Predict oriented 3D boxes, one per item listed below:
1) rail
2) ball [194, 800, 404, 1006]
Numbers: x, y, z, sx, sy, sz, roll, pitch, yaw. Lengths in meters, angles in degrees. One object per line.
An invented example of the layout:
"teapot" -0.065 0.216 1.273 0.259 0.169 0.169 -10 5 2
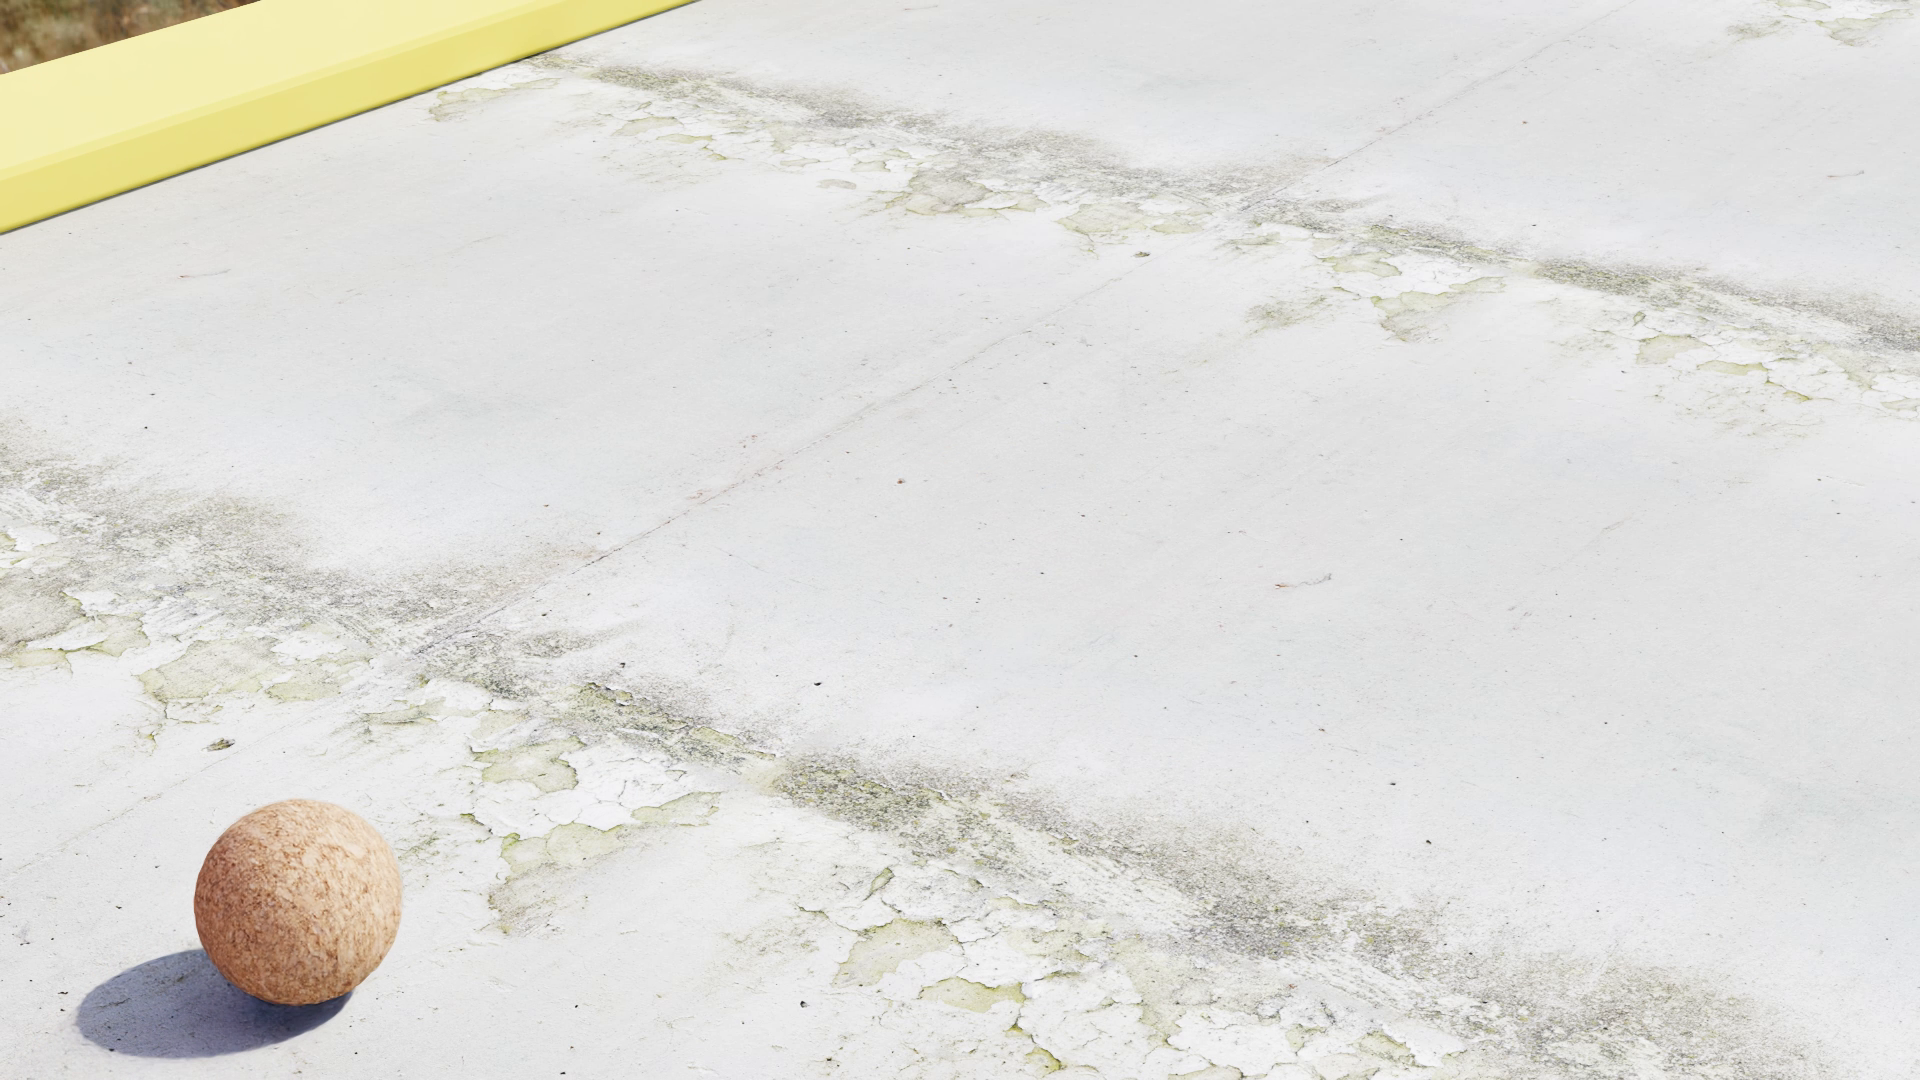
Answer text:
"rail" -0.328 -0.591 3.018 0.045 0.128 3.642 16 30 31
"ball" -0.318 0.175 1.418 0.099 0.099 0.099 0 25 0
